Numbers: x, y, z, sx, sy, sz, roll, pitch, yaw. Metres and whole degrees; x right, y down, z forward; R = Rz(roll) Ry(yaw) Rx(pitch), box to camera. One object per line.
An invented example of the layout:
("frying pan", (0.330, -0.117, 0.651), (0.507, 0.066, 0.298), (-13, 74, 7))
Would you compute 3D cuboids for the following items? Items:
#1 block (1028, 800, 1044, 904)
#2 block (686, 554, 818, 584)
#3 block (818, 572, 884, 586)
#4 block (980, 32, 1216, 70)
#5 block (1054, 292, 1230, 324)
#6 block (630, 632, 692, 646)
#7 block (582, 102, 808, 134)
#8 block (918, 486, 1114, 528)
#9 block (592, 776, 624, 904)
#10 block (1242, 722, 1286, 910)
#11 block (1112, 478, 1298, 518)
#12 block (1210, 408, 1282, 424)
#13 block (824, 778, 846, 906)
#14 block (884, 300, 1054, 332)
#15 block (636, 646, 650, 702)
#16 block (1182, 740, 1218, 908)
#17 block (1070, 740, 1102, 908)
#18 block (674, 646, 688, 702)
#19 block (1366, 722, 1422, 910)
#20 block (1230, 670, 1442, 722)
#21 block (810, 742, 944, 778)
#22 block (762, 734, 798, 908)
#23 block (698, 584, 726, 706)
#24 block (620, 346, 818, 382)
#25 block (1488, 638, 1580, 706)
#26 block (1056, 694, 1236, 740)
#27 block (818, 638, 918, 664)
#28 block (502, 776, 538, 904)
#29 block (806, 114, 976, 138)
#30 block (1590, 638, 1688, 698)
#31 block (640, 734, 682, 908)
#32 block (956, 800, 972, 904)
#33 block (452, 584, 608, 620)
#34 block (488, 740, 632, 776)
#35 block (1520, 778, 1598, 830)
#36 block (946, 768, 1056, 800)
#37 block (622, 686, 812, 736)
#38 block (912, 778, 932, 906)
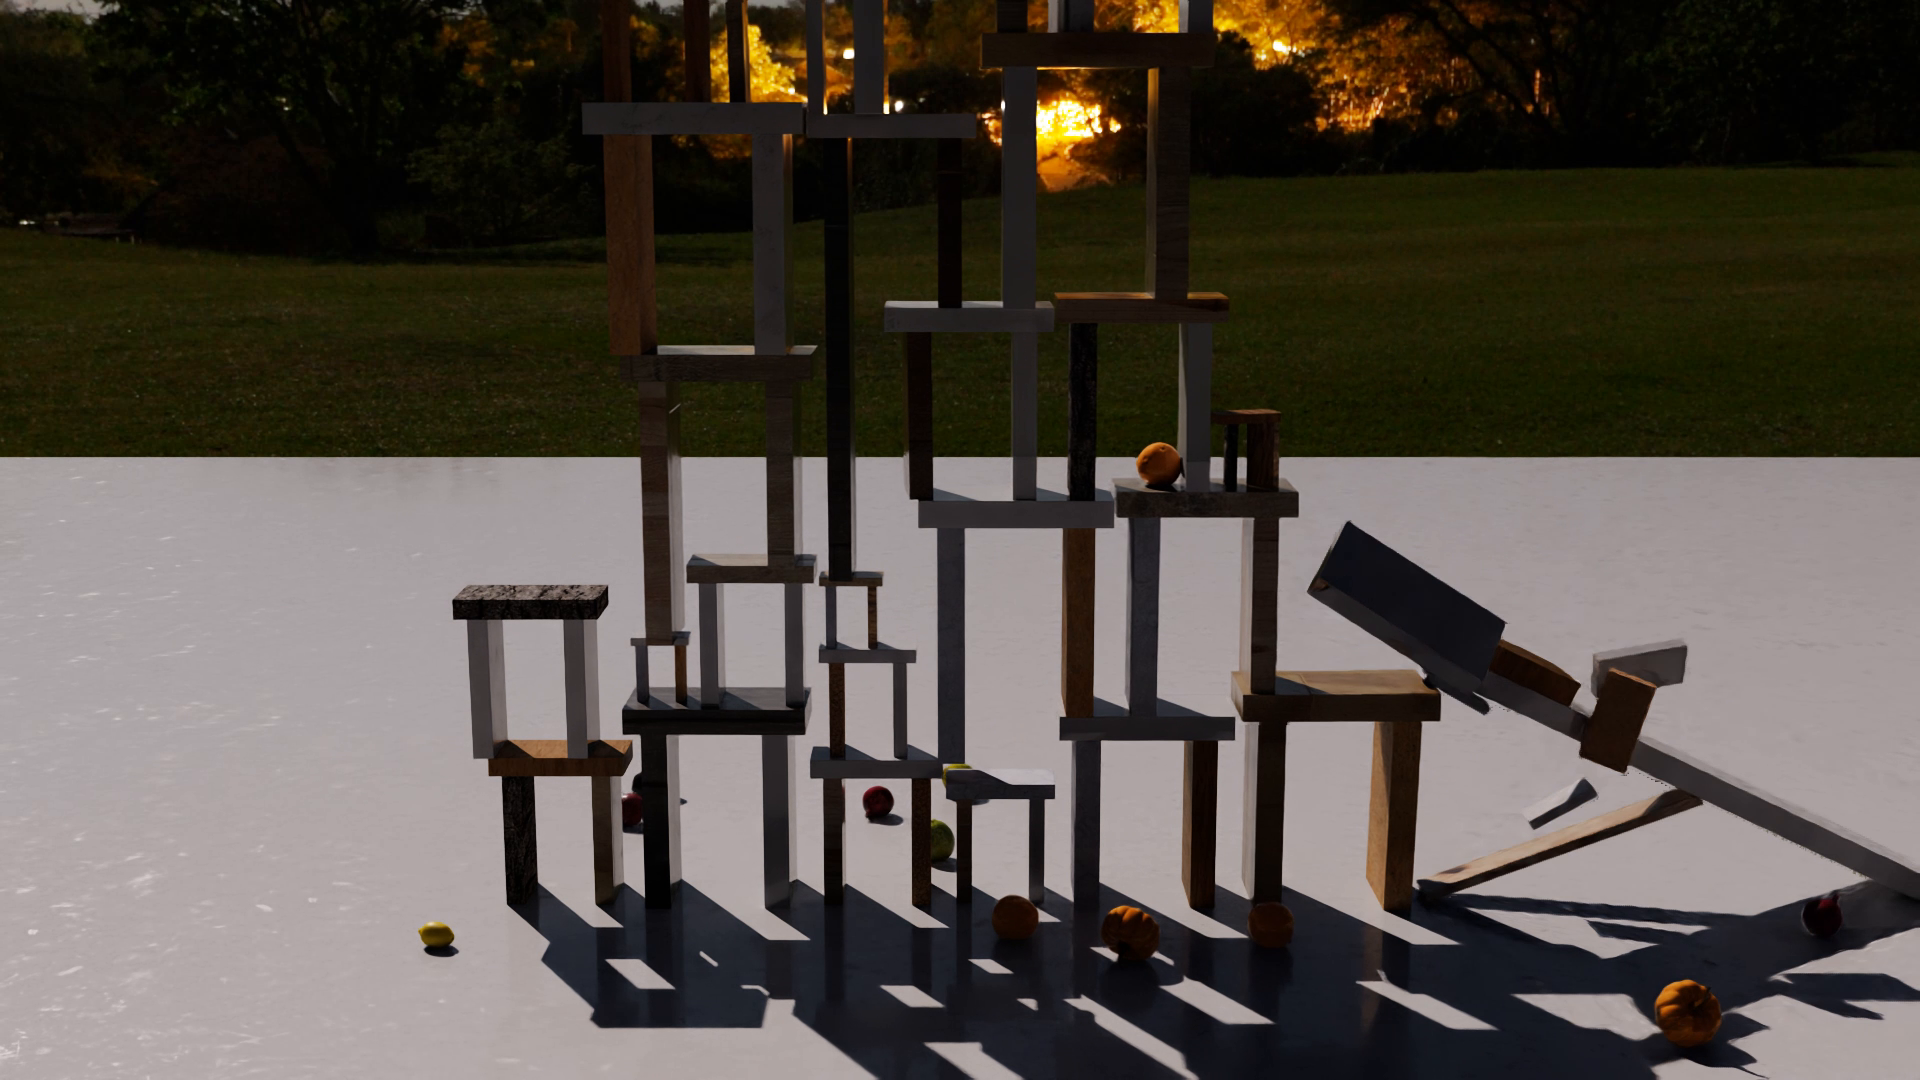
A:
("block", (0.126, 0.503, 3.650), (0.025, 0.178, 0.089), (0, 11, 0))
("block", (-0.336, 0.046, 3.564), (0.203, 0.029, 0.102), (0, 11, 0))
("block", (-0.176, 0.063, 3.570), (0.103, 0.015, 0.051), (0, 11, 1))
("block", (0.209, -0.759, 3.415), (0.353, 0.050, 0.176), (0, 11, 0))
("block", (0.285, -0.369, 3.488), (0.267, 0.038, 0.134), (0, 11, 0))
("block", (-0.488, 0.161, 3.591), (0.094, 0.013, 0.047), (0, 11, -2))
("block", (-0.407, -0.658, 3.436), (0.338, 0.048, 0.169), (0, 11, 1))
("block", (0.089, -0.054, 3.550), (0.310, 0.044, 0.155), (0, 11, 0))
("block", (-0.584, 0.482, 3.651), (0.031, 0.219, 0.109), (0, 11, 0))
("block", (0.502, 0.434, 3.639), (0.045, 0.318, 0.159), (0, 11, 0))
("block", (0.392, -0.069, 3.550), (0.286, 0.041, 0.143), (0, 11, 0))
("block", (0.455, -0.197, 3.511), (0.105, 0.015, 0.053), (-3, 11, -17))
("block", (-0.208, 0.484, 3.647), (0.031, 0.216, 0.108), (0, 11, 0))
("block", (0.014, -0.355, 3.492), (0.266, 0.038, 0.133), (0, 11, 0))
("block", (-0.520, 0.213, 3.602), (0.013, 0.094, 0.047), (-1, 11, 0))
("block", (0.397, 0.450, 3.645), (0.040, 0.284, 0.142), (0, 11, 0))
("block", (0.208, 0.450, 3.645), (0.040, 0.284, 0.142), (0, 11, 0))
("block", (-0.457, 0.213, 3.601), (0.013, 0.094, 0.047), (0, 11, -1))
("block", (0.717, 0.434, 3.639), (0.045, 0.318, 0.159), (1, 11, 0))
("block", (0.613, 0.255, 3.606), (0.318, 0.045, 0.159), (0, 11, 0))
("block", (-0.136, 0.363, 3.625), (0.216, 0.031, 0.108), (0, 11, 0))
("block", (-0.298, 0.445, 3.645), (0.042, 0.294, 0.147), (0, 11, 0))
("block", (-0.404, 0.160, 3.586), (0.029, 0.203, 0.102), (0, 11, 0))
("block", (-0.380, -0.282, 3.503), (0.298, 0.042, 0.149), (0, 11, 1))
("block", (0.854, 0.176, 3.605), (0.299, 0.042, 0.149), (25, 8, -6))
("block", (0.302, 0.291, 3.615), (0.283, 0.040, 0.142), (0, 11, 0))
("block", (-0.150, 0.181, 3.597), (0.157, 0.022, 0.079), (0, 11, 0))
("block", (-0.730, 0.482, 3.651), (0.031, 0.219, 0.109), (0, 11, 0))
("block", (-0.104, -0.648, 3.442), (0.260, 0.037, 0.130), (0, 11, 1))
("block", (1.103, 0.208, 3.575), (0.150, 0.075, 0.021), (-9, 33, -6))
("block", (-0.494, 0.445, 3.643), (0.042, 0.294, 0.147), (0, 11, 0))
("block", (0.007, 0.503, 3.650), (0.025, 0.178, 0.089), (0, 11, 0))
("block", (-0.697, 0.101, 3.579), (0.231, 0.033, 0.116), (0, 11, 0))
("block", (-0.657, 0.359, 3.628), (0.219, 0.031, 0.109), (0, 11, 0))
("block", (0.982, 0.433, 3.610), (0.118, 0.017, 0.059), (-29, 8, 5))
("block", (0.066, 0.403, 3.631), (0.178, 0.025, 0.089), (0, 11, 0))
("block", (-0.396, 0.280, 3.612), (0.294, 0.042, 0.147), (0, 11, 0))
("block", (-0.064, 0.484, 3.647), (0.031, 0.216, 0.108), (0, 11, 0))
